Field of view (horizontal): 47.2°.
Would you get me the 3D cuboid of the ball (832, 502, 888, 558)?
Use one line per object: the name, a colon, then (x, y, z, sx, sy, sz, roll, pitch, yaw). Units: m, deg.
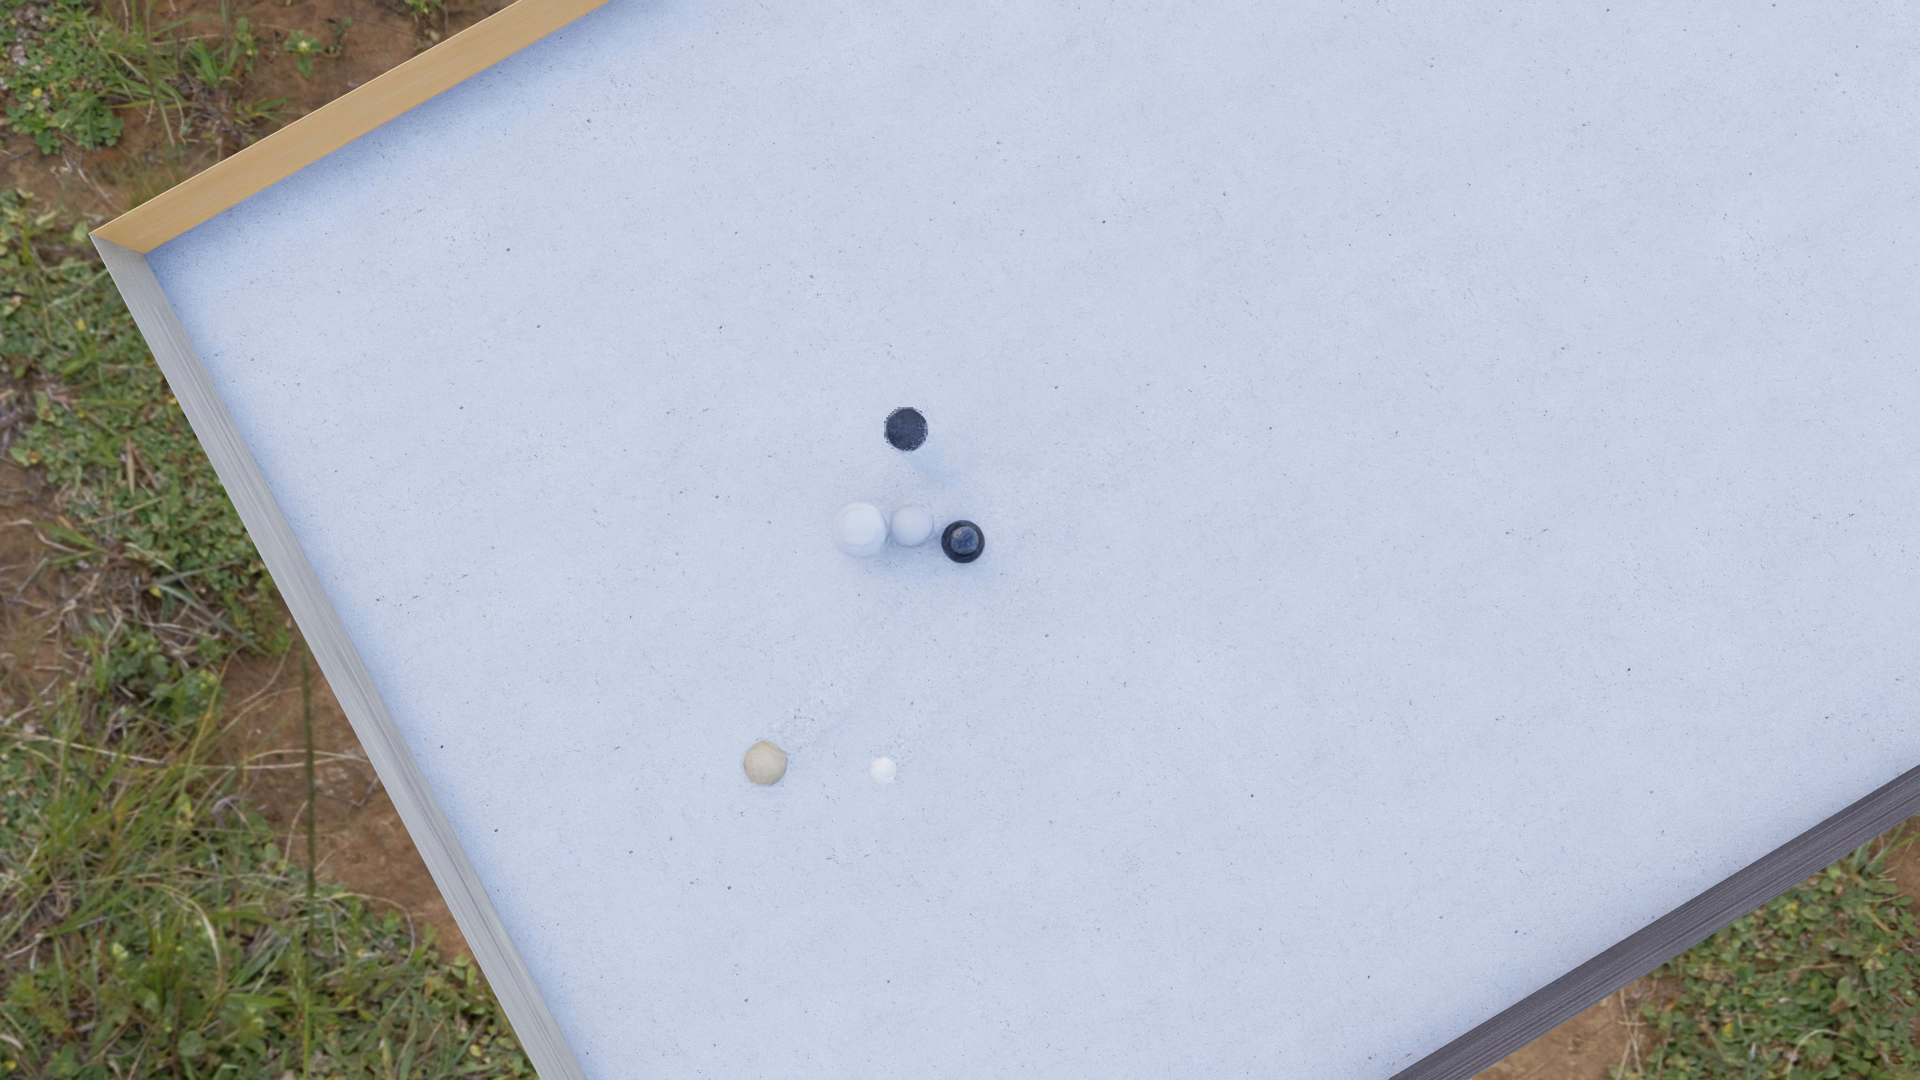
ball: (-0.148, -0.015, 3.257, 0.081, 0.081, 0.081, 0, 83, 0)

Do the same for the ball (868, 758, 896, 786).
ball: (-0.114, 0.340, 3.231, 0.041, 0.041, 0.041, 0, 83, 0)

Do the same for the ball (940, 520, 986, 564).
ball: (0.005, 0.003, 3.262, 0.066, 0.066, 0.066, 0, 83, 0)

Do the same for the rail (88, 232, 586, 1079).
rail: (-0.758, 0.427, 3.187, 0.045, 0.106, 2.054, -30, 84, -4)

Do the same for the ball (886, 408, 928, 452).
ball: (-0.079, -0.164, 3.285, 0.064, 0.064, 0.064, 0, 83, 0)

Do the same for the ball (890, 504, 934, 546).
ball: (-0.071, -0.022, 3.267, 0.064, 0.064, 0.064, 0, 83, 0)

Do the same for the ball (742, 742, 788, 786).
ball: (-0.286, 0.327, 3.221, 0.065, 0.065, 0.065, 0, 83, 0)

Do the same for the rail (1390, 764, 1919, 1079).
rail: (1.276, 0.420, 3.188, 3.585, 0.106, 0.045, -30, 84, -4)

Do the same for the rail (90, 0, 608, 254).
rail: (0.280, -1.308, 3.410, 3.585, 0.106, 0.045, -30, 84, -4)
